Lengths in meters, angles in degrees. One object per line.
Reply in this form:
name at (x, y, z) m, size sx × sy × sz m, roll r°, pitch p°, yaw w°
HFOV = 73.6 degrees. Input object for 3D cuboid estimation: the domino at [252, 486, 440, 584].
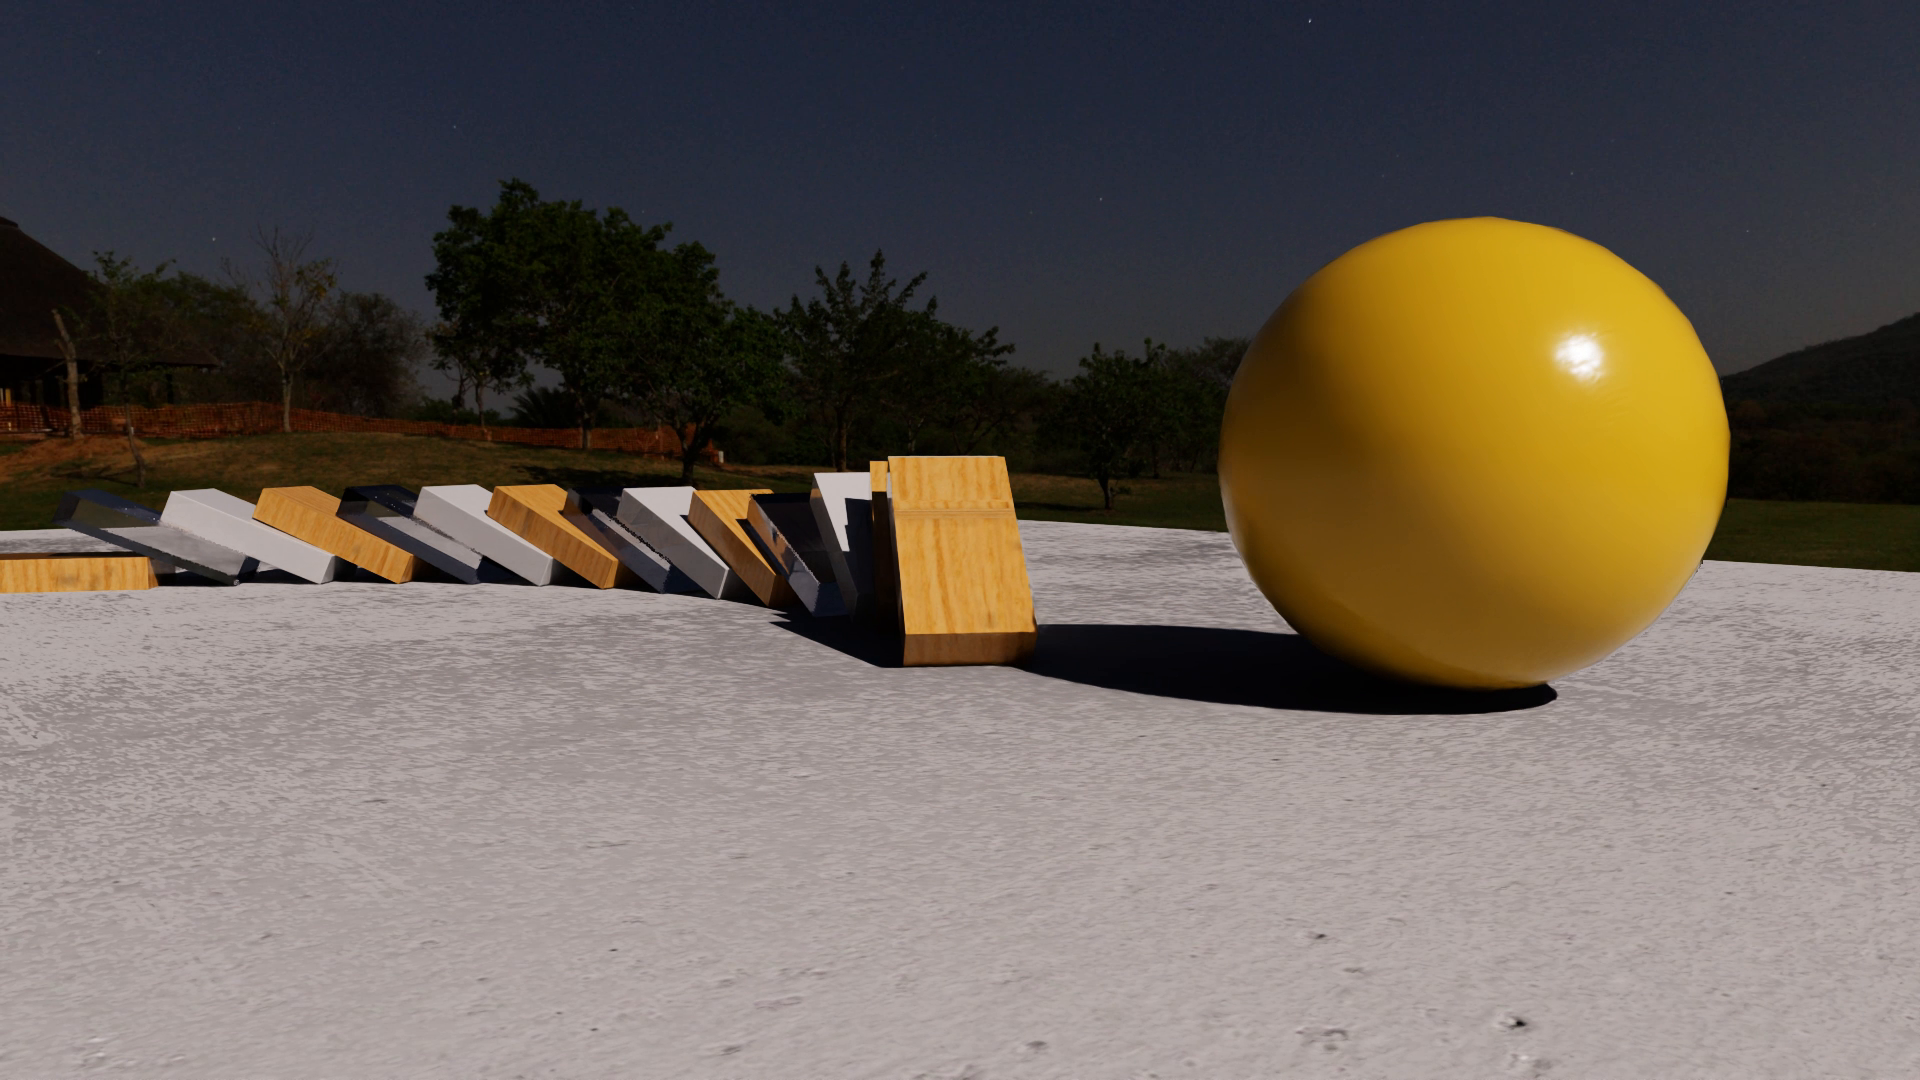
domino at (-0.190, -0.002, 0.402) m, size 0.050 × 0.009 × 0.025 m, roll 24°, pitch 6°, yaw 2°

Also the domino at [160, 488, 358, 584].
domino at (-0.215, -0.001, 0.398) m, size 0.050 × 0.009 × 0.025 m, roll 23°, pitch 3°, yaw -5°

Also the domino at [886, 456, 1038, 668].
domino at (-0.001, 0.003, 0.261) m, size 0.025 × 0.009 × 0.050 m, roll -1°, pitch 45°, yaw -8°

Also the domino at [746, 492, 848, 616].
domino at (-0.036, 0.003, 0.339) m, size 0.025 × 0.009 × 0.050 m, roll -3°, pitch 29°, yaw -30°

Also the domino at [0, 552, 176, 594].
domino at (-0.265, 0.009, 0.380) m, size 0.050 × 0.009 × 0.025 m, roll -1°, pitch 4°, yaw -15°

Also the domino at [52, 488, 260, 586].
domino at (-0.241, -0.001, 0.388) m, size 0.050 × 0.010 × 0.025 m, roll 23°, pitch -2°, yaw -17°

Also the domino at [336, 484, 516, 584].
domino at (-0.166, -0.002, 0.403) m, size 0.050 × 0.010 × 0.025 m, roll 26°, pitch 9°, yaw 9°

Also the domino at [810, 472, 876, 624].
domino at (-0.020, 0.001, 0.322) m, size 0.025 × 0.009 × 0.050 m, roll -2°, pitch 37°, yaw -20°

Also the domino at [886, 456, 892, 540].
domino at (-0.002, 0.002, 0.275) m, size 0.025 × 0.009 × 0.050 m, roll -1°, pitch 45°, yaw -8°

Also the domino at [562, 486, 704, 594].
domino at (-0.094, -0.001, 0.385) m, size 0.050 × 0.010 × 0.025 m, roll 32°, pitch 22°, yaw 31°

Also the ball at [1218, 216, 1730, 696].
ball at (0.085, -0.014, 0.218) m, size 0.080 × 0.080 × 0.080 m, roll 0°, pitch 4°, yaw 0°

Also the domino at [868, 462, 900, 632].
domino at (-0.008, 0.001, 0.305) m, size 0.025 × 0.009 × 0.050 m, roll 0°, pitch 42°, yaw -7°

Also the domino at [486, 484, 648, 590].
domino at (-0.117, -0.002, 0.394) m, size 0.050 × 0.009 × 0.025 m, roll 29°, pitch 16°, yaw 21°

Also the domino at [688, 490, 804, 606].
domino at (-0.053, 0.001, 0.357) m, size 0.025 × 0.010 × 0.050 m, roll -3°, pitch 29°, yaw -38°

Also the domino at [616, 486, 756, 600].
domino at (-0.074, 0.000, 0.372) m, size 0.050 × 0.009 × 0.025 m, roll 33°, pitch 23°, yaw 33°

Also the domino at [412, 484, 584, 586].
domino at (-0.141, -0.002, 0.400) m, size 0.050 × 0.009 × 0.025 m, roll 27°, pitch 12°, yaw 15°
